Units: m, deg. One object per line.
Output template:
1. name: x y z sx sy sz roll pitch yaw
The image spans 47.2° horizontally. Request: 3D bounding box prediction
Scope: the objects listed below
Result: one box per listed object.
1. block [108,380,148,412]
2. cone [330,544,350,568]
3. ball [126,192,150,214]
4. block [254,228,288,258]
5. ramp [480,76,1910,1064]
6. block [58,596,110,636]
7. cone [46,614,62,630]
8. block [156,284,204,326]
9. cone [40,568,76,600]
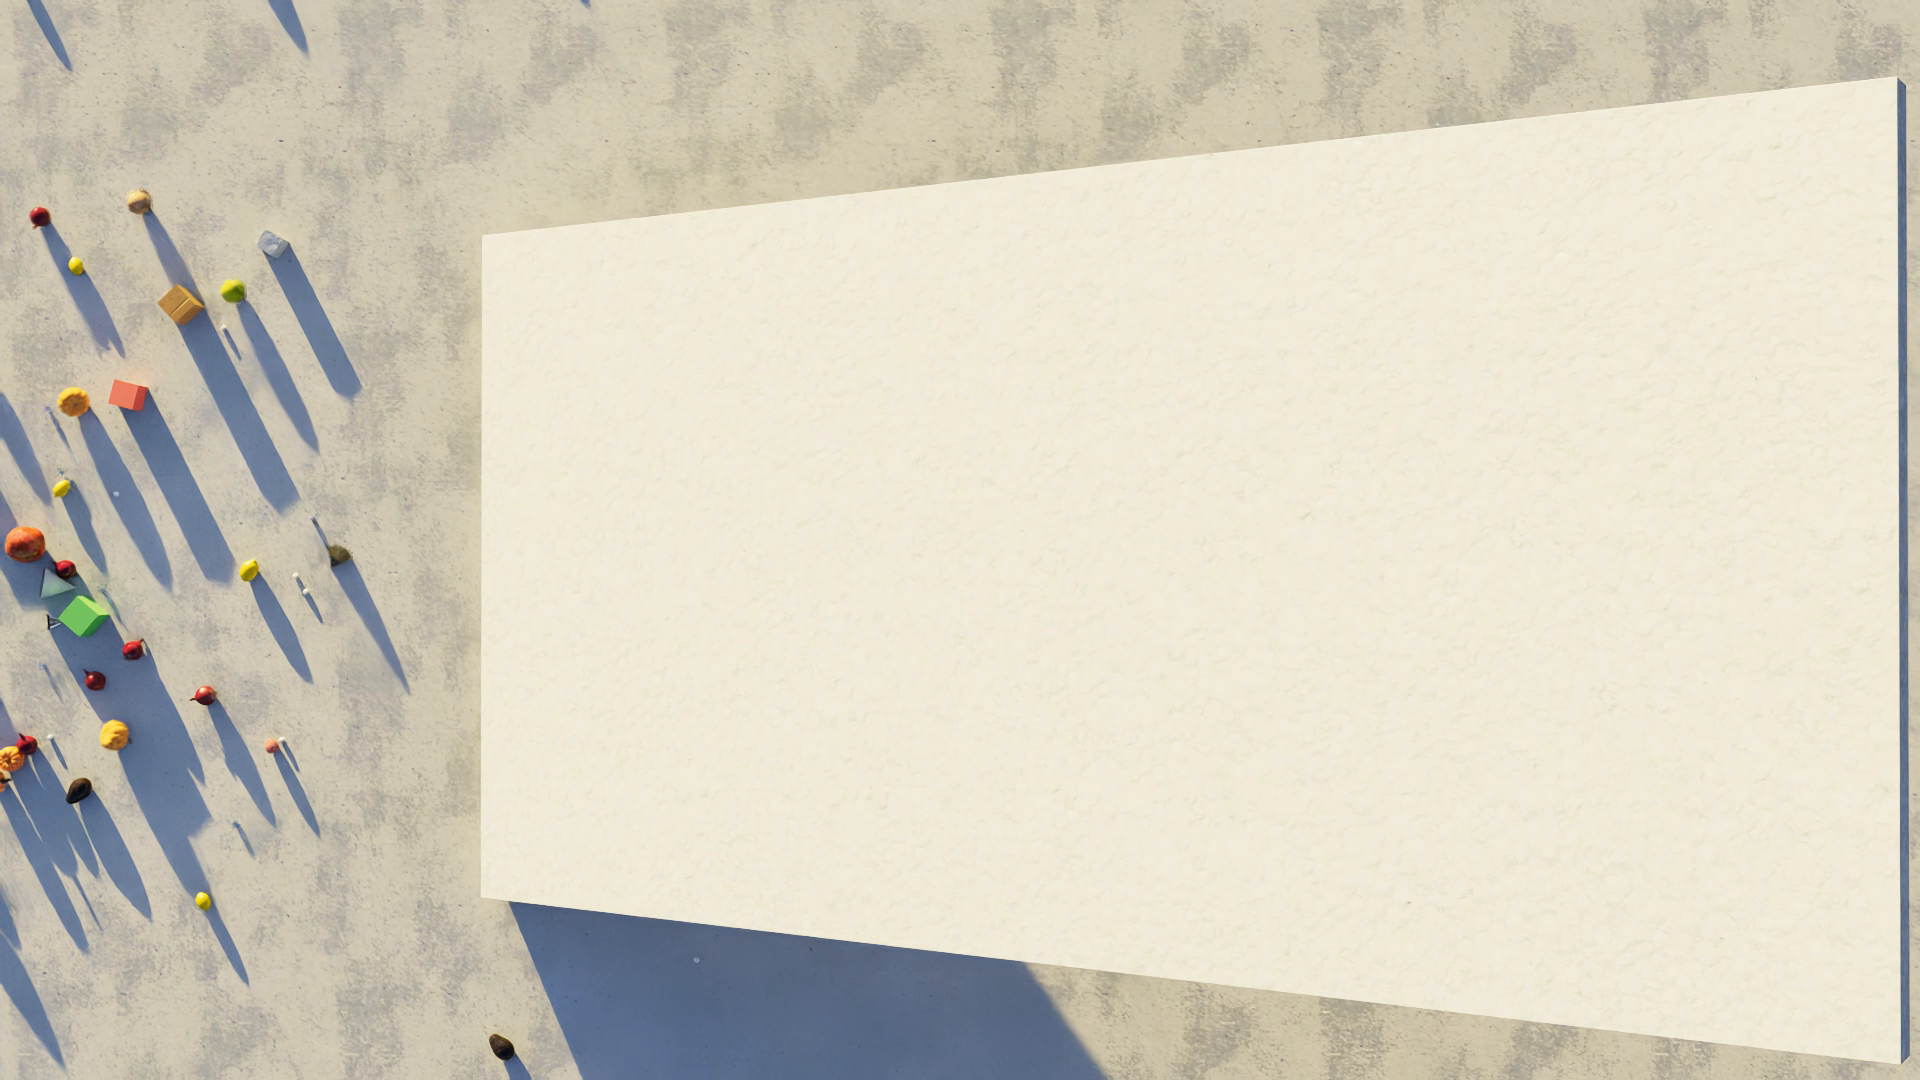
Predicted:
1. block: -2.533 -0.440 6.693 0.075 0.075 0.075 14 90 0
2. cone: -1.908 0.063 6.712 0.067 0.067 0.067 41 116 0
3. ball: -2.503 -1.028 6.702 0.069 0.069 0.069 0 90 0
4. block: -2.098 -0.903 6.704 0.062 0.062 0.062 33 90 0
5. ramp: 0.255 0.070 5.589 4.000 0.100 2.000 0 89 33
6. block: -2.662 0.232 6.682 0.087 0.087 0.087 41 90 0
7. cone: -2.760 0.250 6.714 0.050 0.050 0.050 -5 89 -29
8. block: -2.372 -0.714 6.693 0.082 0.082 0.082 -43 90 0
9. cone: -2.745 0.139 6.704 0.100 0.100 0.100 10 89 -26
